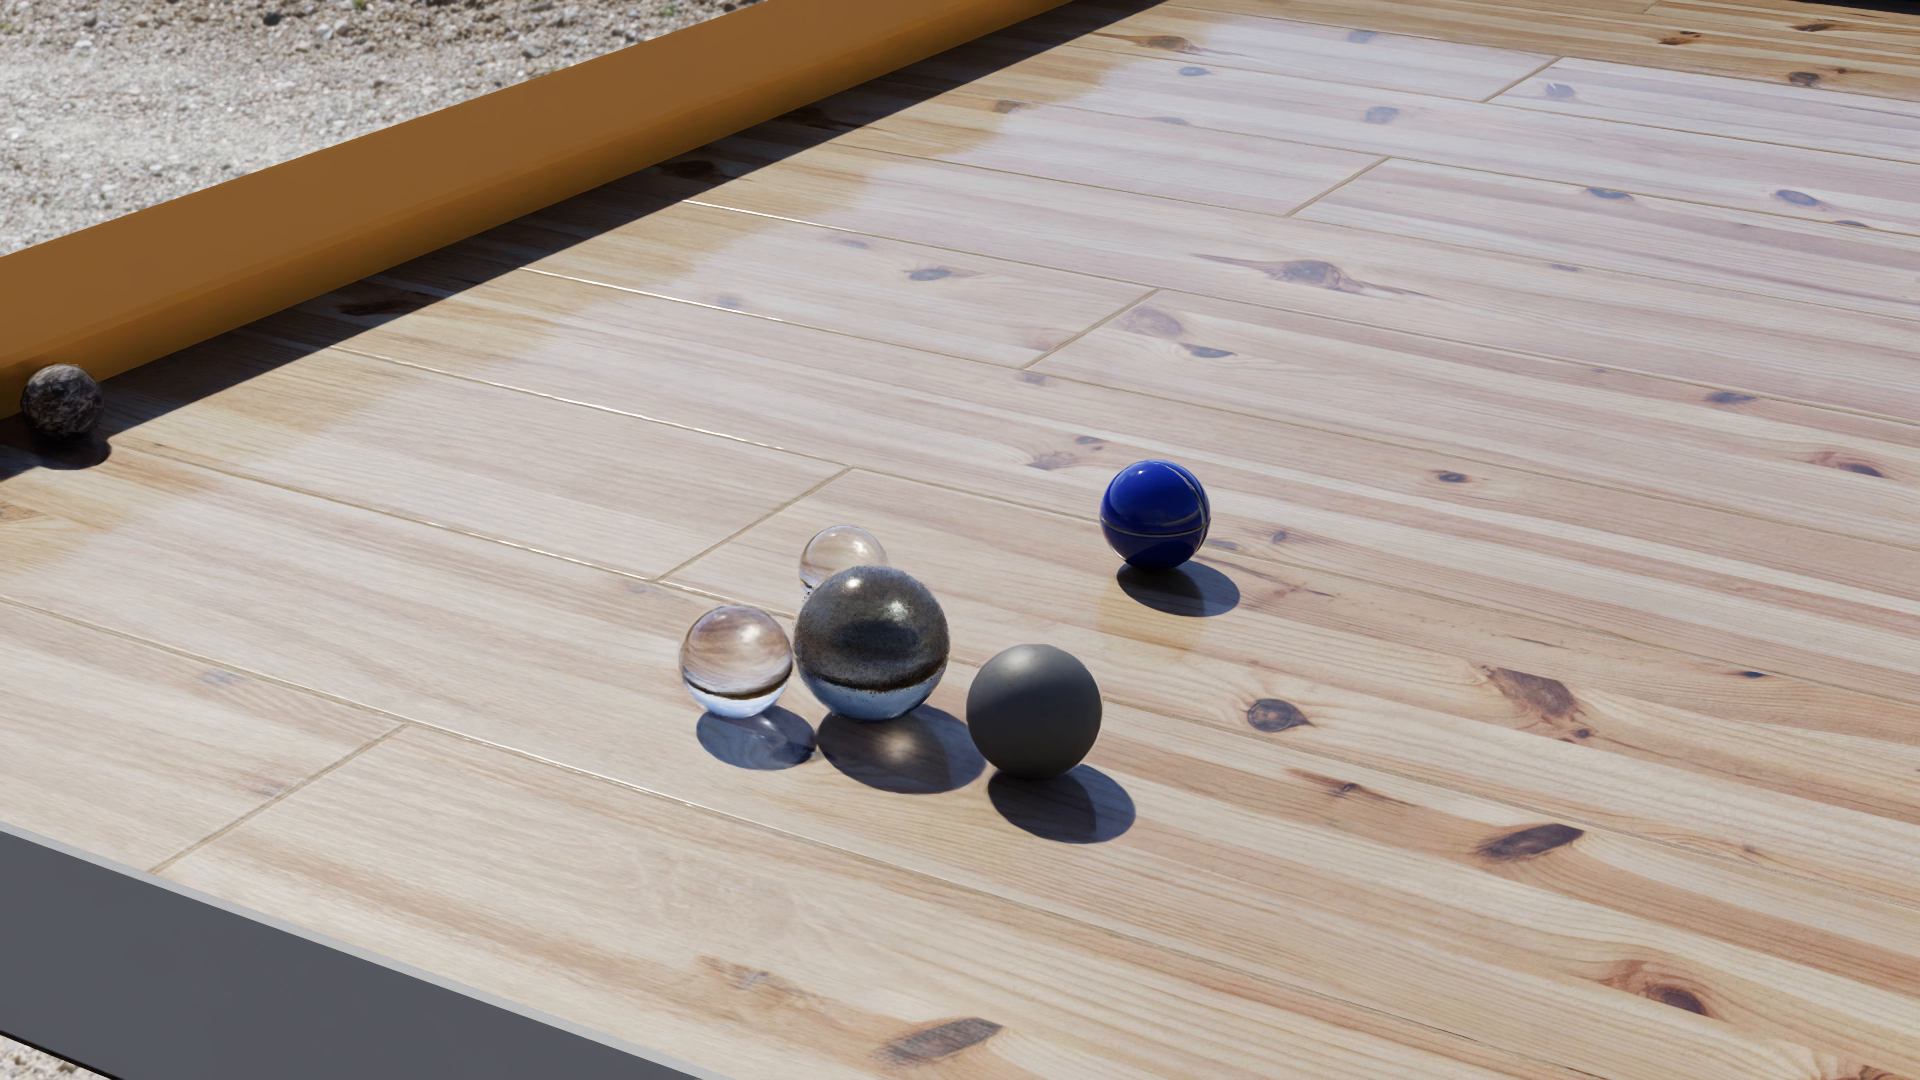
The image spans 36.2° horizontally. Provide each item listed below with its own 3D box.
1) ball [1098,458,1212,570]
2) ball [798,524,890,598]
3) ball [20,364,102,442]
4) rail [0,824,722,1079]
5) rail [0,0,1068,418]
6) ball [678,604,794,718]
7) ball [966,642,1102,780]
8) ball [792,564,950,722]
[{"bbox_3d":[0.133,-0.017,2.012,0.077,0.077,0.077,0,23,0],"label":"ball"},{"bbox_3d":[-0.077,0.020,1.945,0.061,0.061,0.061,0,23,0],"label":"ball"},{"bbox_3d":[-0.684,-0.104,2.240,0.059,0.059,0.059,0,23,0],"label":"ball"},{"bbox_3d":[-0.359,0.210,1.413,1.625,0.125,0.045,13,26,28],"label":"rail"},{"bbox_3d":[-0.304,-0.423,2.904,0.045,0.125,2.877,13,26,28],"label":"rail"},{"bbox_3d":[-0.137,0.074,1.804,0.071,0.071,0.071,0,23,0],"label":"ball"},{"bbox_3d":[0.044,0.101,1.730,0.080,0.080,0.080,0,23,0],"label":"ball"},{"bbox_3d":[-0.054,0.063,1.798,0.096,0.096,0.096,0,23,0],"label":"ball"}]
